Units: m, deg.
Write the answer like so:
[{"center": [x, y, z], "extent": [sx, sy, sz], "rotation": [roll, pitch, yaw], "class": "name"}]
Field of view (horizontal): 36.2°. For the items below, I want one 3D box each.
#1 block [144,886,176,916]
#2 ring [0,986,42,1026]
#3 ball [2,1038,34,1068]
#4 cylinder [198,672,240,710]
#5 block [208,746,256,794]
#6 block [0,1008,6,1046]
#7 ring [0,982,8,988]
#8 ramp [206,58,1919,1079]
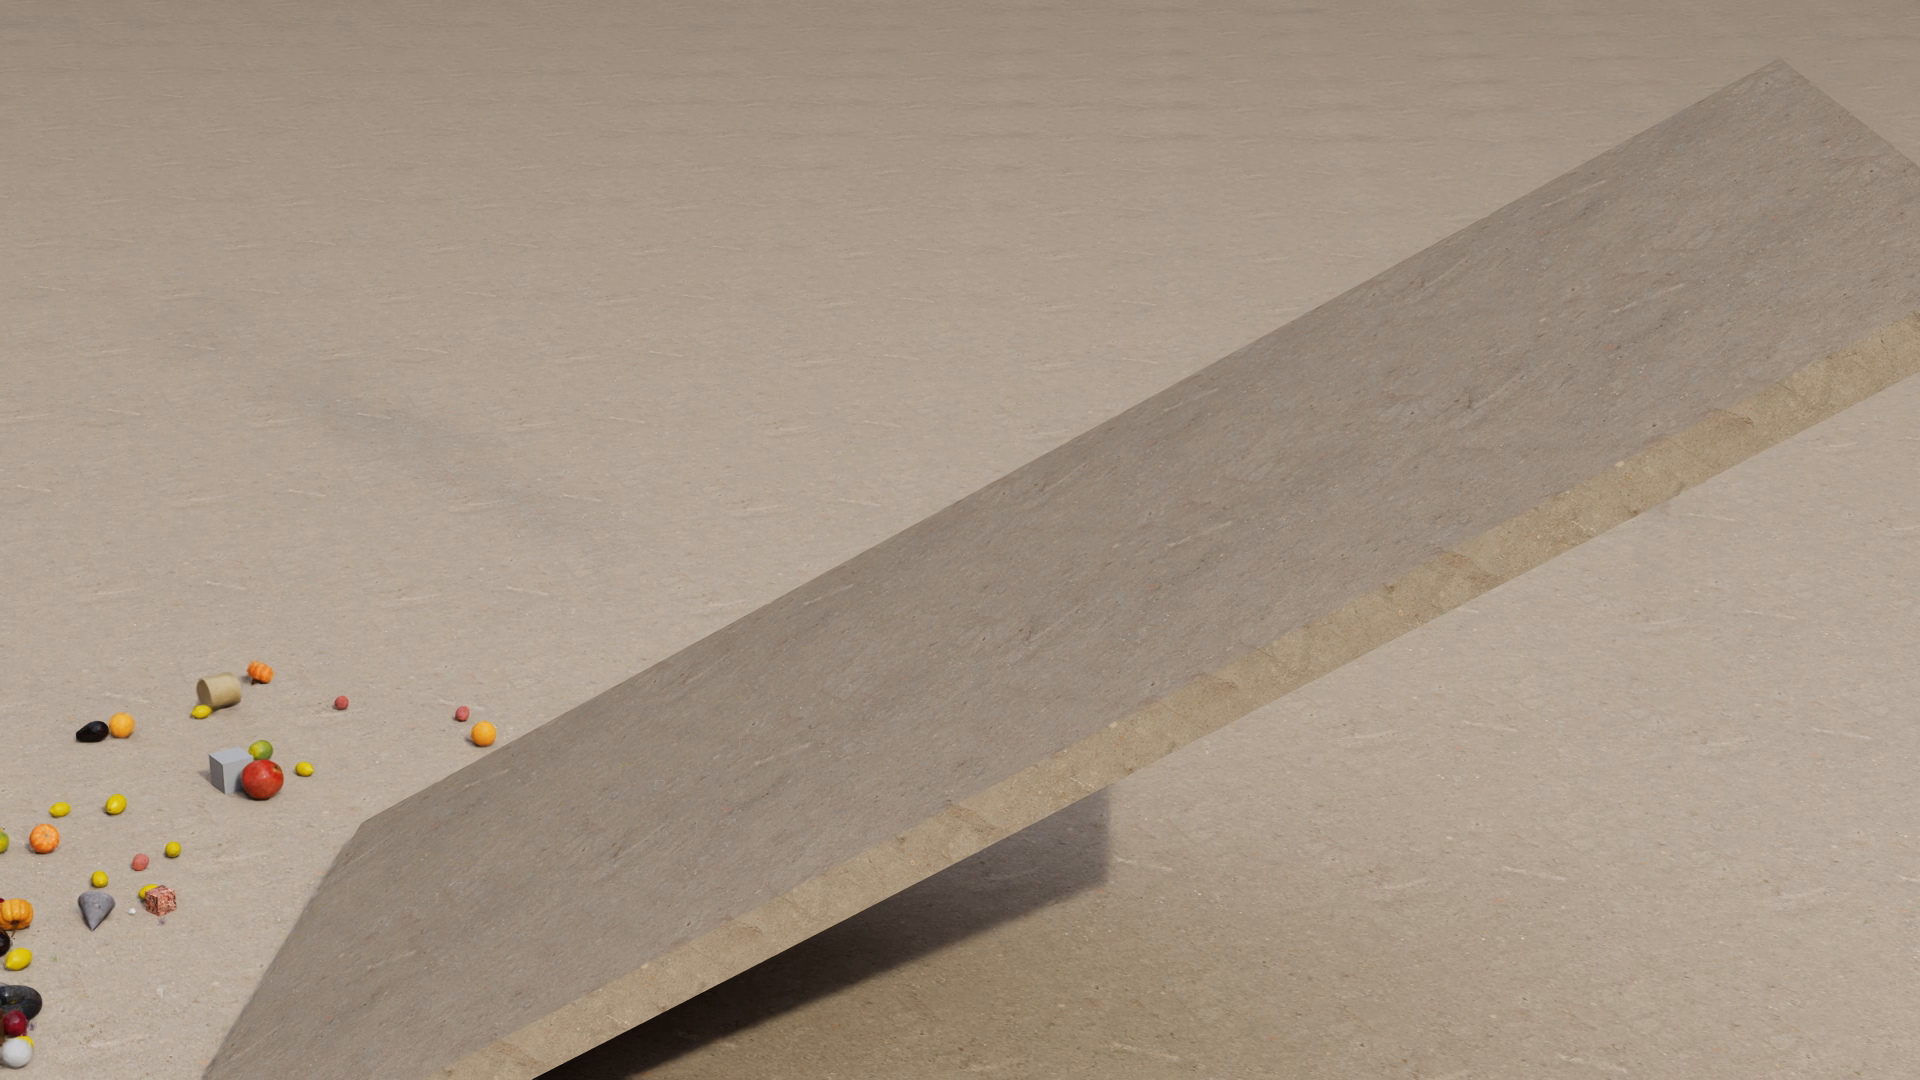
[{"center": [-1.991, 0.899, 7.327], "extent": [0.052, 0.052, 0.052], "rotation": [14, 23, 37], "class": "block"}, {"center": [-2.198, 1.077, 6.803], "extent": [0.147, 0.049, 0.147], "rotation": [1, 20, 0], "class": "ring"}, {"center": [-2.106, 1.145, 6.571], "extent": [0.067, 0.067, 0.067], "rotation": [0, 19, 0], "class": "ball"}, {"center": [-2.171, 0.445, 8.615], "extent": [0.093, 0.093, 0.093], "rotation": [-14, 23, -37], "class": "cylinder"}, {"center": [-1.995, 0.632, 8.062], "extent": [0.090, 0.090, 0.090], "rotation": [-14, 23, -36], "class": "block"}, {"center": [-2.215, 1.113, 6.647], "extent": [0.080, 0.080, 0.080], "rotation": [1, 19, 3], "class": "block"}, {"center": [-2.262, 1.061, 6.887], "extent": [0.078, 0.026, 0.078], "rotation": [-1, 19, 0], "class": "ring"}, {"center": [0.142, 0.168, 6.285], "extent": [4.000, 0.100, 2.000], "rotation": [-28, 15, 12], "class": "ramp"}]
